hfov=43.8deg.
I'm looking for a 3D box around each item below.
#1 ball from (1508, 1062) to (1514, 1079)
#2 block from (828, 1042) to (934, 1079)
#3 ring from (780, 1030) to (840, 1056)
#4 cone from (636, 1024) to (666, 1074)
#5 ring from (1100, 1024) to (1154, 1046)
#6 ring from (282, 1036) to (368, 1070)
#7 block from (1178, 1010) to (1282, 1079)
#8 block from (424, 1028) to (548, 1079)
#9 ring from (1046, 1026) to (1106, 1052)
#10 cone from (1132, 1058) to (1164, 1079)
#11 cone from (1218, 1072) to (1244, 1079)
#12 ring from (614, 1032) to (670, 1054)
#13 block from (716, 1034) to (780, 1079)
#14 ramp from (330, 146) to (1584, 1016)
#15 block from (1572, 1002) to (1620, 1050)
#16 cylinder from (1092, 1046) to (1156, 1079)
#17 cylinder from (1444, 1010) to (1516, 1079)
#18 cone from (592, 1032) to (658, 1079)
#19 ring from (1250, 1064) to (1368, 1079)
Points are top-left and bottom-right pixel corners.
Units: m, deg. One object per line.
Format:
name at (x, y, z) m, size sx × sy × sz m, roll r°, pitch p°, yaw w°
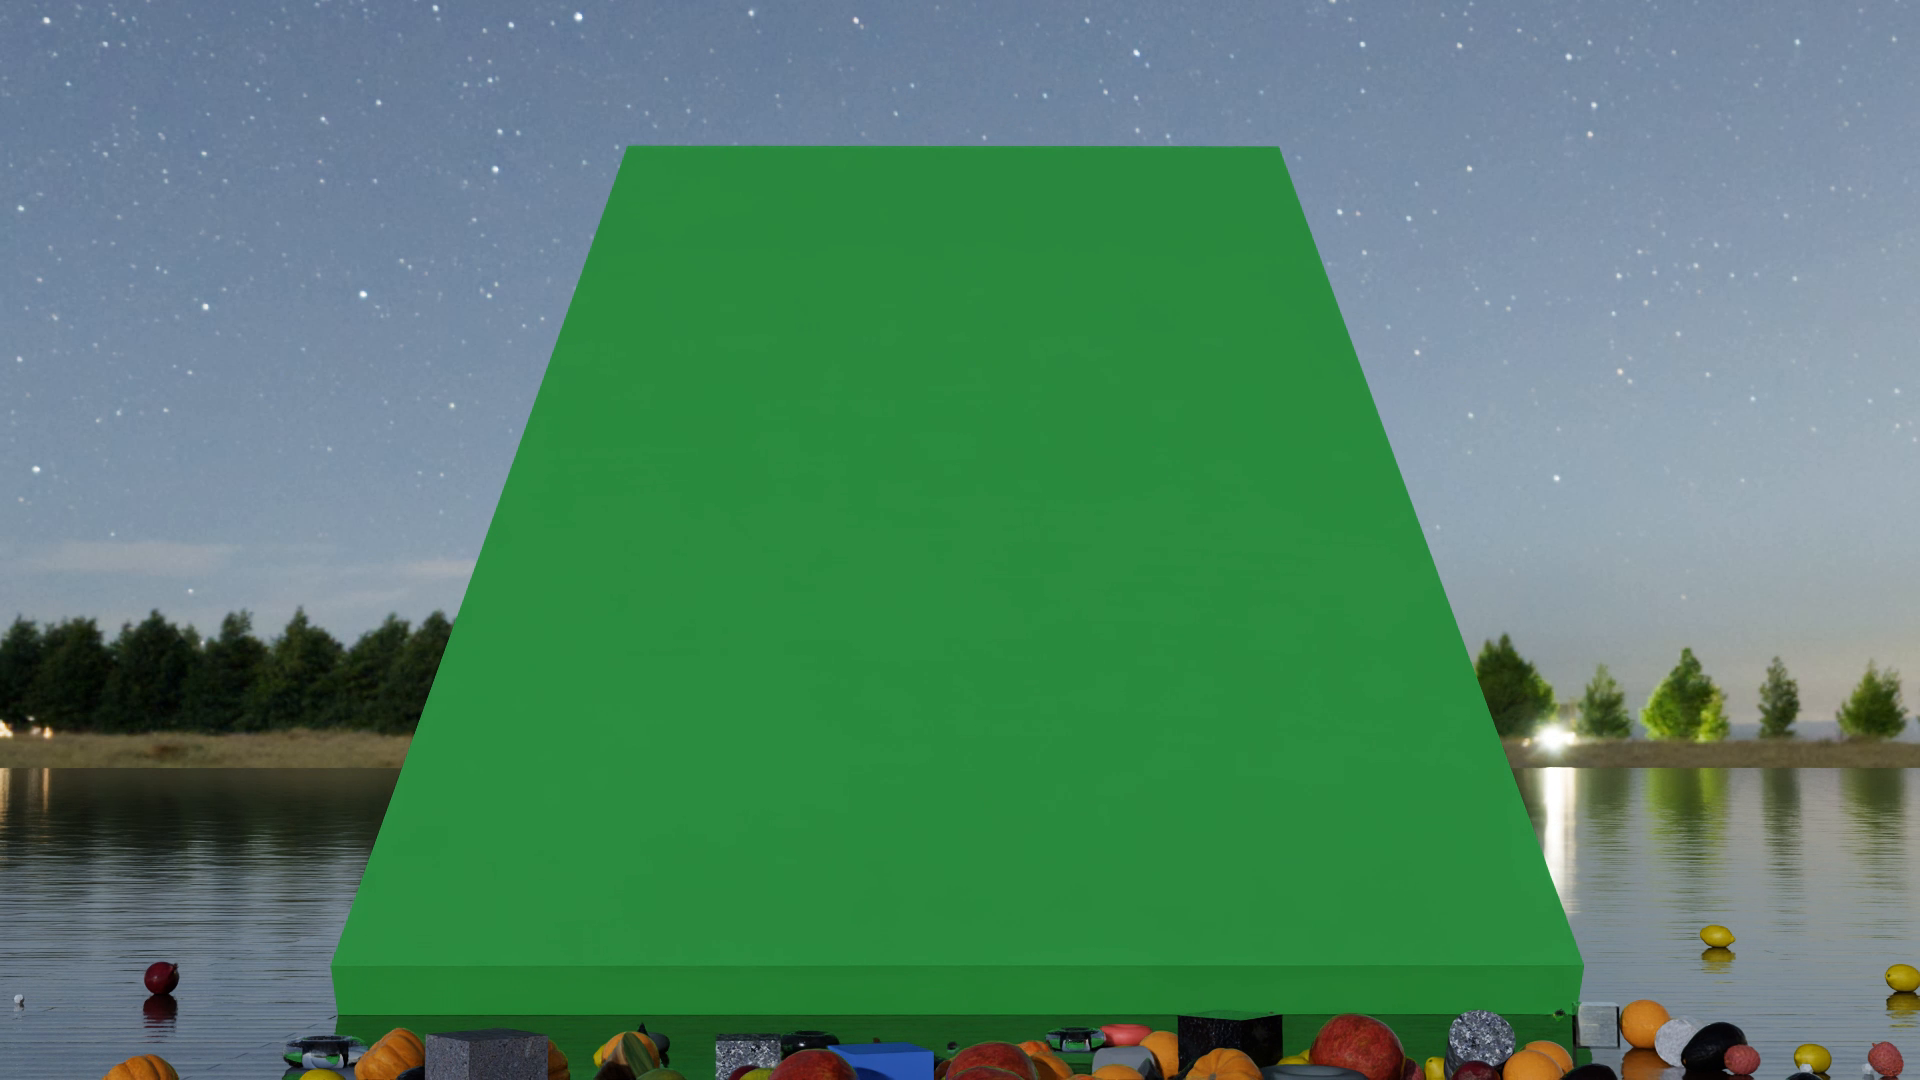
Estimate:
ball at (0.652, 0.652, 2.944) m, size 0.060 × 0.060 × 0.060 m, roll 0°, pitch -5°, yaw 0°
block at (-0.088, 0.607, 2.632) m, size 0.092 × 0.092 × 0.092 m, roll 2°, pitch -6°, yaw -20°
ring at (-0.211, 0.706, 3.349) m, size 0.086 × 0.029 × 0.086 m, roll 1°, pitch -5°, yaw 0°
cone at (-0.418, 0.667, 3.142) m, size 0.066 × 0.066 × 0.066 m, roll 0°, pitch -5°, yaw 0°
ring at (0.239, 0.716, 3.450) m, size 0.083 × 0.028 × 0.083 m, roll 0°, pitch -7°, yaw 0°
ring at (-0.854, 0.689, 3.214) m, size 0.113 × 0.038 × 0.113 m, roll 0°, pitch -6°, yaw 0°
block at (0.336, 0.638, 2.969) m, size 0.093 × 0.093 × 0.093 m, roll -4°, pitch -7°, yaw 39°
block at (-0.535, 0.609, 2.696) m, size 0.100 × 0.100 × 0.100 m, roll 4°, pitch -7°, yaw -40°
ring at (0.164, 0.710, 3.396) m, size 0.088 × 0.029 × 0.088 m, roll -1°, pitch -6°, yaw 0°
cone at (0.239, 0.660, 2.852) m, size 0.061 × 0.061 × 0.061 m, roll 27°, pitch -8°, yaw -3°
cone at (0.330, 0.656, 2.789) m, size 0.054 × 0.054 × 0.054 m, roll 35°, pitch -25°, yaw -31°
ring at (-0.446, 0.707, 3.354) m, size 0.078 × 0.026 × 0.078 m, roll 1°, pitch -5°, yaw 0°
block at (-0.255, 0.637, 2.872) m, size 0.077 × 0.077 × 0.077 m, roll 0°, pitch -5°, yaw -5°
ramp at (-0.012, -0.222, 5.597) m, size 2.000 × 0.100 × 4.000 m, roll 0°, pitch 28°, yaw 0°
block at (0.913, 0.697, 3.430) m, size 0.061 × 0.061 × 0.061 m, roll -1°, pitch -5°, yaw 10°
cylinder at (0.202, 0.654, 2.944) m, size 0.057 × 0.057 × 0.057 m, roll 3°, pitch -6°, yaw -26°
cylinder at (0.626, 0.621, 2.880) m, size 0.078 × 0.078 × 0.078 m, roll 0°, pitch -43°, yaw 5°
cone at (-0.429, 0.663, 2.941) m, size 0.085 × 0.085 × 0.085 m, roll -28°, pitch -10°, yaw 7°
ring at (0.409, 0.643, 2.787) m, size 0.149 × 0.050 × 0.149 m, roll 1°, pitch -5°, yaw 0°
